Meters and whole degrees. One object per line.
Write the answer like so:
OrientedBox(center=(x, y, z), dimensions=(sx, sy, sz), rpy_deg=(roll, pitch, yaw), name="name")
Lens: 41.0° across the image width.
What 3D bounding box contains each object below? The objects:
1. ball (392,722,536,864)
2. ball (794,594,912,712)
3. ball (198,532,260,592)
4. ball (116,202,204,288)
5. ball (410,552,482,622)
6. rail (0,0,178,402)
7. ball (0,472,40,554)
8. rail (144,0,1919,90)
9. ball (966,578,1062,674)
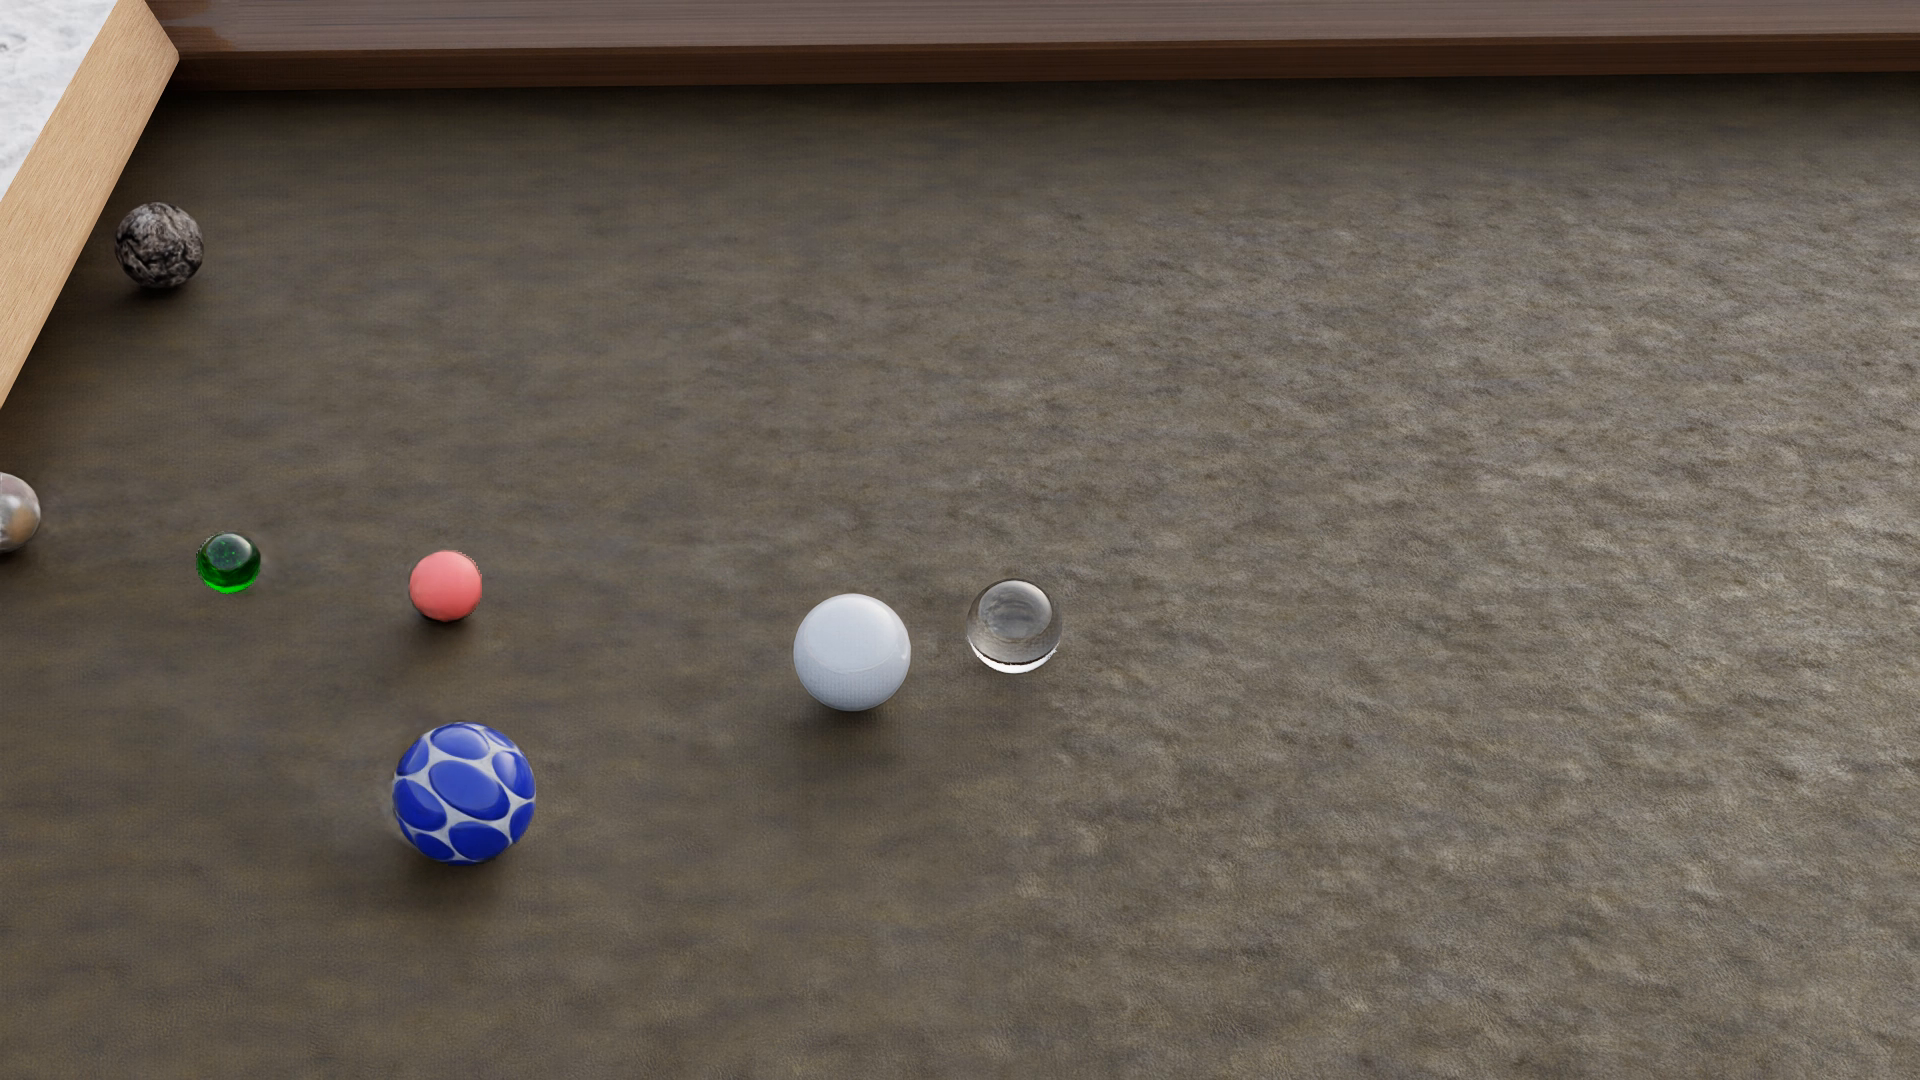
OrientedBox(center=(-0.295, 0.151, 1.527), dimensions=(0.084, 0.084, 0.084), rpy_deg=(0, 36, 0), name="ball")
OrientedBox(center=(-0.069, 0.072, 1.644), dimensions=(0.076, 0.076, 0.076), rpy_deg=(0, 36, 0), name="ball")
OrientedBox(center=(-0.499, 0.015, 1.753), dimensions=(0.041, 0.041, 0.041), rpy_deg=(0, 36, 0), name="ball")
OrientedBox(center=(-0.649, -0.239, 2.082), dimensions=(0.069, 0.069, 0.069), rpy_deg=(0, 36, 0), name="ball")
OrientedBox(center=(-0.346, 0.031, 1.725), dimensions=(0.047, 0.047, 0.047), rpy_deg=(0, 36, 0), name="ball")
OrientedBox(center=(-0.711, -0.010, 1.728), dimensions=(0.045, 0.109, 1.560), rpy_deg=(-1, 36, -1), name="rail")
OrientedBox(center=(-0.671, -0.019, 1.787), dimensions=(0.057, 0.057, 0.057), rpy_deg=(0, 36, 0), name="ball")
OrientedBox(center=(0.715, -0.474, 2.373), dimensions=(2.940, 0.109, 0.045), rpy_deg=(-1, 36, -1), name="rail")
OrientedBox(center=(0.036, 0.056, 1.678), dimensions=(0.063, 0.063, 0.063), rpy_deg=(0, 36, 0), name="ball")
